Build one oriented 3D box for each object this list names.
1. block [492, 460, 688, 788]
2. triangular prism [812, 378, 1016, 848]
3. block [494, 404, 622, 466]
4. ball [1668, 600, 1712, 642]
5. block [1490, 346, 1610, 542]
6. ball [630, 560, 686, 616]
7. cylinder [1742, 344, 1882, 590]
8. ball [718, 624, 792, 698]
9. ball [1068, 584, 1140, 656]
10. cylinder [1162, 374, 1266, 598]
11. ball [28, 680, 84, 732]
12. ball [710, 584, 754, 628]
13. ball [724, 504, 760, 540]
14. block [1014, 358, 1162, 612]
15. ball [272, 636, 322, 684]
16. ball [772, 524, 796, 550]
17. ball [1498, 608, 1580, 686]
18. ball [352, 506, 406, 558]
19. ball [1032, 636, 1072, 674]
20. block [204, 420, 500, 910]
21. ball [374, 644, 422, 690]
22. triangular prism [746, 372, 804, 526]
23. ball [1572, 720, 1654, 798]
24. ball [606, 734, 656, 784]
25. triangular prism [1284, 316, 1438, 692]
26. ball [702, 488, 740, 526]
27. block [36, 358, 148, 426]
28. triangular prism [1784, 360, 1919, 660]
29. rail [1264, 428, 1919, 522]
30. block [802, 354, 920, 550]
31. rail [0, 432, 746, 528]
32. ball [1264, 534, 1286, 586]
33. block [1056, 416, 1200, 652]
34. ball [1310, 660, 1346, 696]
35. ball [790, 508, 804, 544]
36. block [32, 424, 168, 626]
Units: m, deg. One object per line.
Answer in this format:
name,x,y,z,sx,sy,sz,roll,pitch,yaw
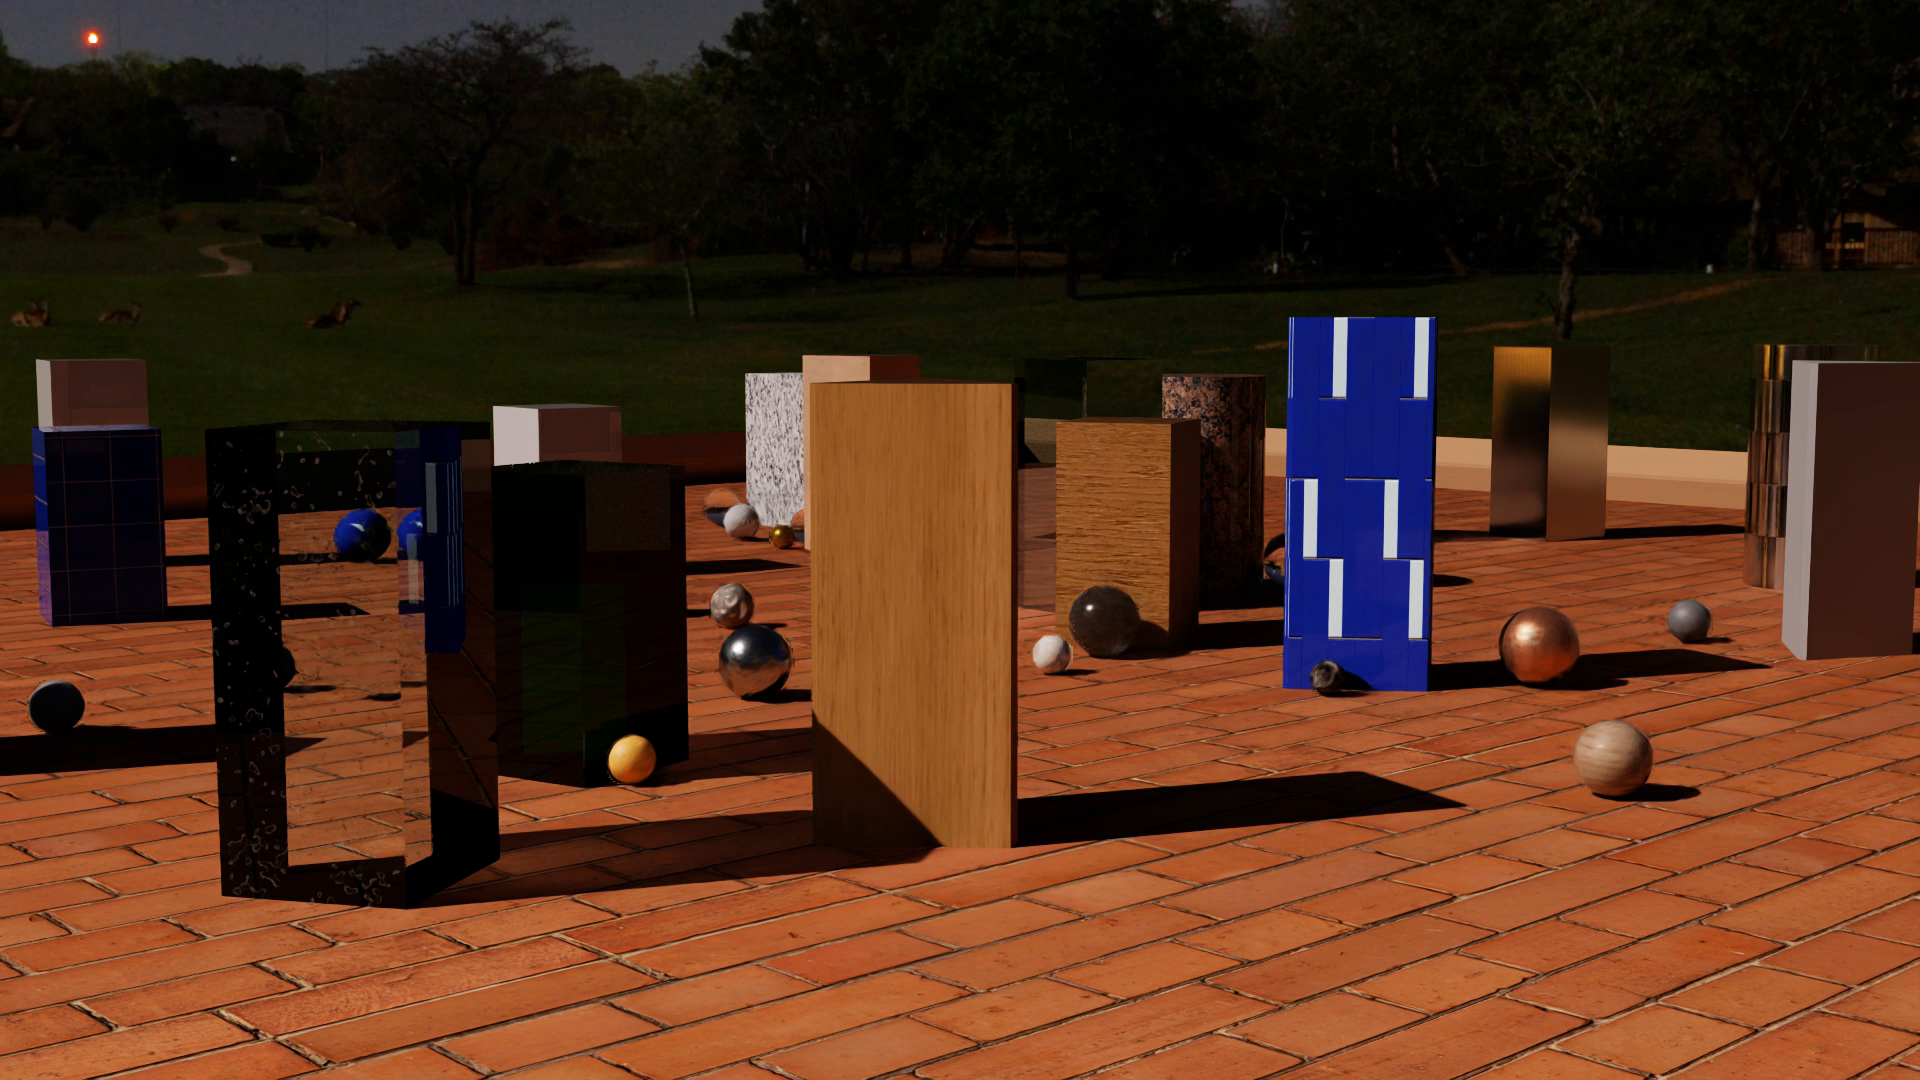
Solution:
block,-0.376,0.075,2.141,0.155,0.292,0.155,4,7,32
triangular prism,-0.032,0.056,1.885,0.168,0.384,0.145,0,6,4
block,-0.676,-0.084,3.704,0.155,0.283,0.155,-5,8,-39
ball,0.979,0.109,2.952,0.056,0.056,0.056,0,6,0
block,1.154,-0.192,4.304,0.155,0.372,0.155,-3,7,-29
ball,-0.440,0.069,3.210,0.081,0.081,0.081,0,6,0
cylinder,1.372,-0.120,3.547,0.194,0.388,0.194,0,6,0
ball,-0.235,0.140,2.521,0.085,0.085,0.085,0,6,0
ball,0.185,0.104,2.826,0.093,0.093,0.093,0,6,0
cylinder,0.384,-0.090,3.479,0.194,0.341,0.194,0,6,0
ball,-0.953,0.175,2.320,0.055,0.055,0.055,0,6,0
ball,-0.320,0.092,3.082,0.062,0.062,0.062,0,6,0
ball,-0.422,-0.035,4.252,0.070,0.070,0.070,0,6,0
block,0.190,-0.084,3.277,0.155,0.371,0.155,-5,8,-40
ball,-0.791,0.143,2.624,0.057,0.057,0.057,0,6,0
ball,-0.330,-0.006,4.096,0.045,0.045,0.045,0,6,0
ball,0.686,0.126,2.607,0.094,0.094,0.094,0,6,0
ball,-1.039,-0.014,3.936,0.094,0.094,0.094,0,6,0
ball,0.113,0.140,2.693,0.048,0.048,0.048,0,6,0
block,-0.468,0.089,1.711,0.155,0.355,0.155,2,6,14
ball,-0.660,0.149,2.581,0.054,0.054,0.054,0,6,0
triangular prism,-0.332,-0.189,4.561,0.168,0.313,0.145,4,7,33
ball,0.598,0.200,2.013,0.071,0.071,0.071,0,6,0
ball,-0.309,0.206,2.070,0.047,0.047,0.047,0,6,0
triangular prism,0.475,-0.048,2.631,0.168,0.435,0.145,1,6,7
ball,-0.491,-0.069,4.538,0.078,0.078,0.078,0,6,0
block,-1.511,-0.136,3.841,0.155,0.357,0.155,-4,7,-31
triangular prism,1.132,-0.044,2.875,0.168,0.377,0.145,-2,6,-17
rail,1.712,-0.132,4.903,0.045,0.126,4.369,-6,8,-42
block,-0.182,-0.164,4.092,0.155,0.360,0.155,4,7,35
rail,-1.465,-0.133,4.911,4.708,0.126,0.045,-6,8,-42
ball,0.531,0.032,3.534,0.088,0.088,0.088,0,6,0
block,0.227,-0.012,2.949,0.155,0.297,0.155,2,6,20
ball,0.426,0.159,2.542,0.041,0.041,0.041,0,6,0
ball,-0.285,-0.026,4.159,0.073,0.073,0.073,0,6,0
block,-1.246,-0.025,3.183,0.155,0.274,0.155,-3,7,-29
